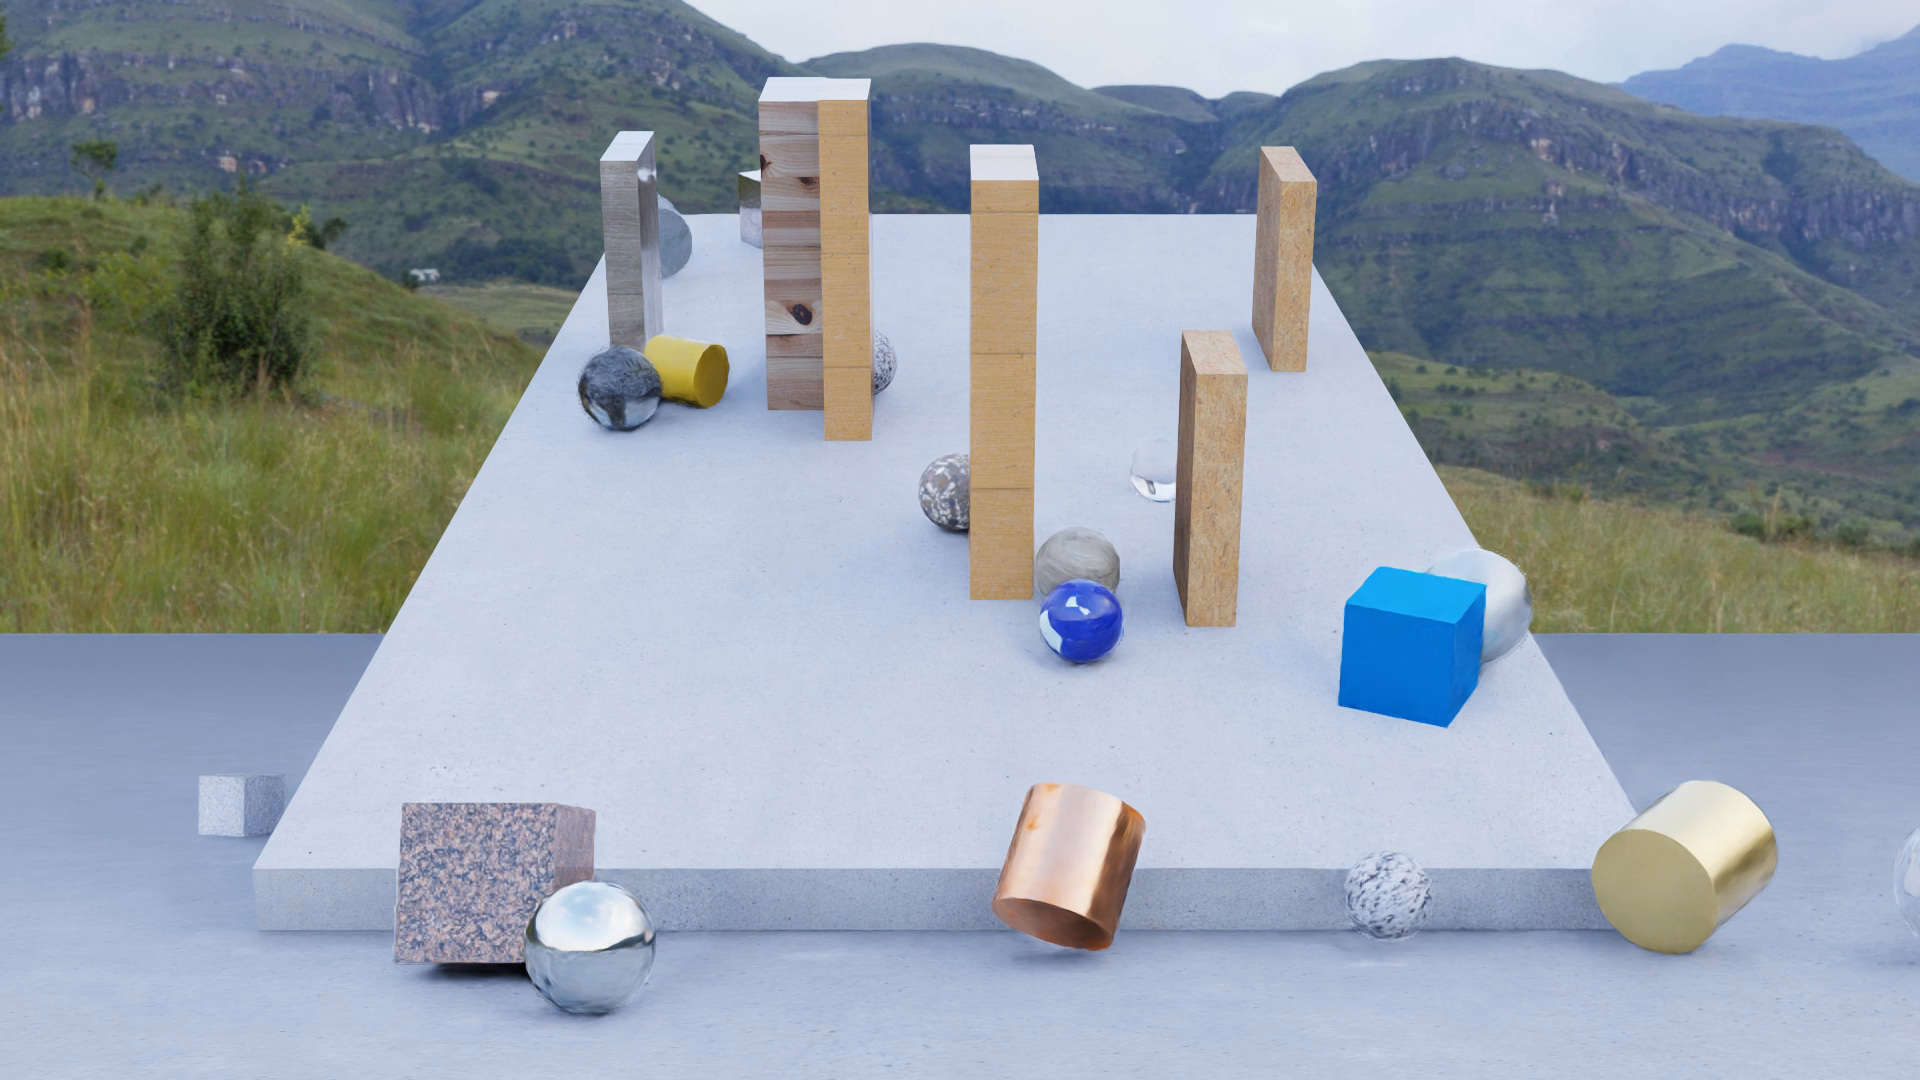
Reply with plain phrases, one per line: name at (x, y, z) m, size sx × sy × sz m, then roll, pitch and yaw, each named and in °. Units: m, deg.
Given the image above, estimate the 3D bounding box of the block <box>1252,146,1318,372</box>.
block at (0.783, -0.686, 5.547) m, size 0.081 × 0.459 × 0.397 m, roll 0°, pitch 21°, yaw 0°

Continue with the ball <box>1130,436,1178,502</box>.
ball at (0.409, -0.143, 4.600) m, size 0.134 × 0.134 × 0.134 m, roll 0°, pitch -2°, yaw 0°

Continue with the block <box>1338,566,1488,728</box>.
block at (0.739, 0.171, 3.731) m, size 0.181 × 0.181 × 0.181 m, roll 11°, pitch 24°, yaw 25°

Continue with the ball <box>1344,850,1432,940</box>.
ball at (0.574, 0.477, 3.069) m, size 0.118 × 0.118 × 0.118 m, roll 0°, pitch -2°, yaw 0°

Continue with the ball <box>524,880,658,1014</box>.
ball at (-0.414, 0.456, 2.563) m, size 0.148 × 0.148 × 0.148 m, roll 0°, pitch -2°, yaw 0°

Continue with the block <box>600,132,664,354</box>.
block at (-0.776, -0.678, 5.434) m, size 0.084 × 0.521 × 0.334 m, roll 0°, pitch 21°, yaw 0°

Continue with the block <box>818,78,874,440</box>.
block at (-0.243, -0.604, 4.945) m, size 0.101 × 0.740 × 0.242 m, roll 0°, pitch 21°, yaw 0°

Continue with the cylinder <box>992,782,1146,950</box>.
cylinder at (0.144, 0.429, 3.010) m, size 0.165 × 0.165 × 0.165 m, roll 16°, pitch -25°, yaw 8°

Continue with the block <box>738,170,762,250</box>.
block at (-0.500, -0.950, 6.575) m, size 0.199 × 0.199 × 0.199 m, roll -13°, pitch 25°, yaw -30°

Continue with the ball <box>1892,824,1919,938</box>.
ball at (1.312, 0.444, 2.952) m, size 0.201 × 0.201 × 0.201 m, roll 0°, pitch -2°, yaw 0°

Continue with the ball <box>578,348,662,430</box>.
ball at (-0.746, -0.332, 5.016) m, size 0.181 × 0.181 × 0.181 m, roll 0°, pitch -2°, yaw 0°

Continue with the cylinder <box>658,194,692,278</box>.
cylinder at (-0.851, -0.837, 6.282) m, size 0.199 × 0.199 × 0.199 m, roll 1°, pitch 20°, yaw -18°

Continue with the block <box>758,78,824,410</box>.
block at (-0.369, -0.672, 5.177) m, size 0.131 × 0.697 × 0.296 m, roll 0°, pitch 21°, yaw 0°

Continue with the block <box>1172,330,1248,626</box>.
block at (0.442, -0.113, 4.068) m, size 0.087 × 0.464 × 0.269 m, roll 0°, pitch 21°, yaw 0°

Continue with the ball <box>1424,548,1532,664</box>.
ball at (0.868, 0.112, 3.866) m, size 0.195 × 0.195 × 0.195 m, roll 0°, pitch -2°, yaw 0°

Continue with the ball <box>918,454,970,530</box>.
ball at (-0.007, -0.094, 4.451) m, size 0.150 × 0.150 × 0.150 m, roll 0°, pitch -2°, yaw 0°

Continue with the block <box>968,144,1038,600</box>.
block at (0.075, -0.303, 4.136) m, size 0.114 × 0.768 × 0.294 m, roll 0°, pitch 21°, yaw 0°

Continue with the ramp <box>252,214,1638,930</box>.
ramp at (-0.006, -0.217, 5.109) m, size 2.000 × 0.100 × 4.000 m, roll 0°, pitch 21°, yaw 0°

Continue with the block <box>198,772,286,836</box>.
block at (-1.507, 0.554, 4.800) m, size 0.122 × 0.122 × 0.122 m, roll -1°, pitch -2°, yaw 25°

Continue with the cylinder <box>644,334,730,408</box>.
cylinder at (-0.626, -0.385, 5.195) m, size 0.146 × 0.146 × 0.146 m, roll 12°, pitch 3°, yaw 24°

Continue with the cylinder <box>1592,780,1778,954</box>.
cylinder at (0.972, 0.437, 3.066) m, size 0.178 × 0.178 × 0.178 m, roll -2°, pitch 15°, yaw 46°

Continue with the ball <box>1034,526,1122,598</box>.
ball at (0.209, 0.053, 4.068) m, size 0.154 × 0.154 × 0.154 m, roll 0°, pitch -2°, yaw 0°

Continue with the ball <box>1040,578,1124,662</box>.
ball at (0.205, 0.136, 3.872) m, size 0.142 × 0.142 × 0.142 m, roll 0°, pitch -2°, yaw 0°

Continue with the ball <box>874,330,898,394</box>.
ball at (-0.224, -0.407, 5.238) m, size 0.160 × 0.160 × 0.160 m, roll 0°, pitch -2°, yaw 0°

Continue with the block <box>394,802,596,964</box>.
block at (-0.584, 0.434, 2.891) m, size 0.194 × 0.194 × 0.194 m, roll 0°, pitch -9°, yaw 5°
